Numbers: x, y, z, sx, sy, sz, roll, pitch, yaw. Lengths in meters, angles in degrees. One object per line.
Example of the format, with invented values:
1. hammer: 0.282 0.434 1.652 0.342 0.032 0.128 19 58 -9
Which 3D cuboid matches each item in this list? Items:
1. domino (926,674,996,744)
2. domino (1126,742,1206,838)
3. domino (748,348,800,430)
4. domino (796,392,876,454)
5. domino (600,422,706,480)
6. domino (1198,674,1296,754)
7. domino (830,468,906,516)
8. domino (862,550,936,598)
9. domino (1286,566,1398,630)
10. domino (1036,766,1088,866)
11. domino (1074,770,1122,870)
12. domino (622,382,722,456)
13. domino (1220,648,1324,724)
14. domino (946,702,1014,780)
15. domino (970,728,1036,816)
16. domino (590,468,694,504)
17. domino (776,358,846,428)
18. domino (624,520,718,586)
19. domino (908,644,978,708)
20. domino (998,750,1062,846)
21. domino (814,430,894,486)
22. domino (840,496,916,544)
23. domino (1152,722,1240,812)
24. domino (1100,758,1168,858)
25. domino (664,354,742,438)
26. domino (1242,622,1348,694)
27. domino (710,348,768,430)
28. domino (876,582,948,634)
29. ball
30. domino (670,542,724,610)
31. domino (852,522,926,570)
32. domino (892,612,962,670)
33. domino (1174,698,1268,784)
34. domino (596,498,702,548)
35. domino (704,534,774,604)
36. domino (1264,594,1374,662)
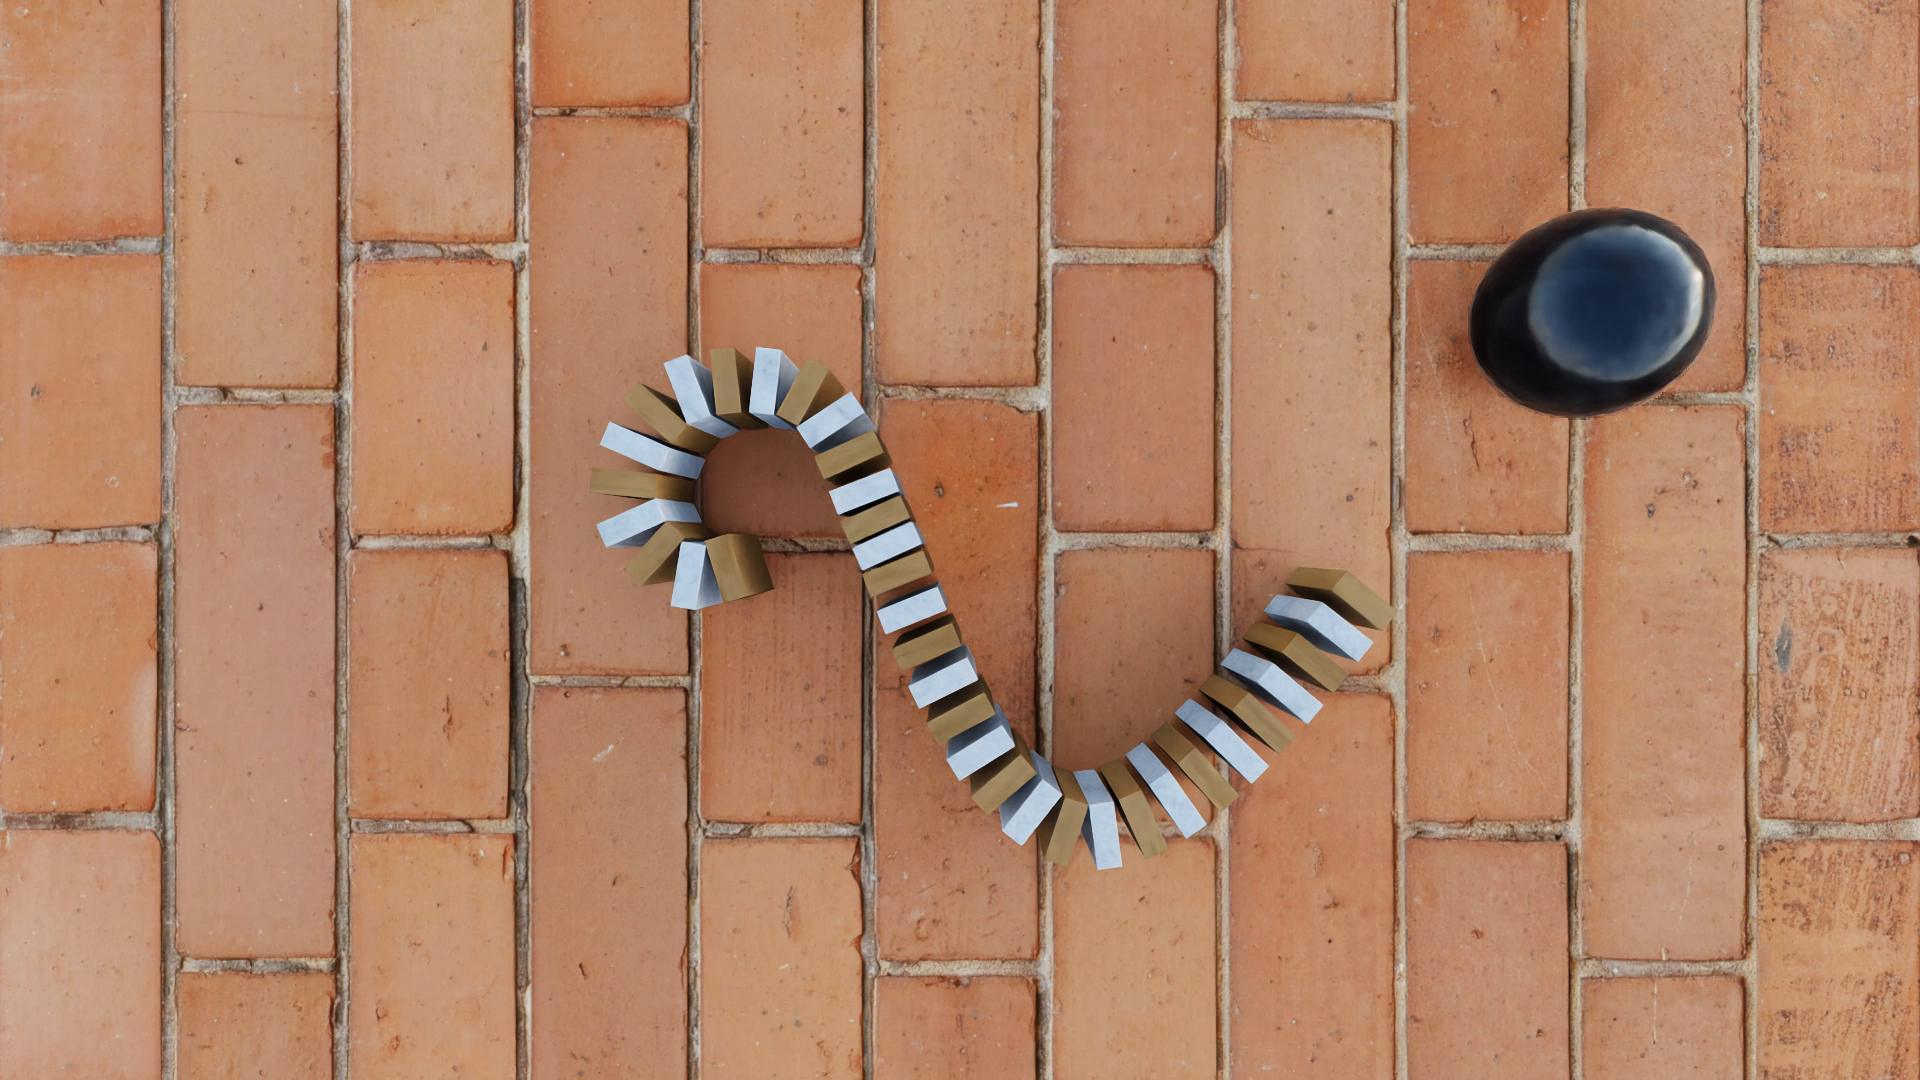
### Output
1. domino: 0.000 0.068 0.375 0.025 0.050 0.009 -28 90 0
2. domino: 0.083 0.101 0.375 0.009 0.050 0.025 -35 90 0
3. domino: -0.075 -0.061 0.375 0.010 0.050 0.025 6 90 0
4. domino: -0.050 -0.046 0.375 0.025 0.050 0.010 -33 90 0
5. domino: -0.124 -0.036 0.375 0.025 0.050 0.009 24 90 0
6. domino: 0.116 0.070 0.375 0.025 0.050 0.010 43 90 0
7. domino: -0.037 -0.019 0.375 0.025 0.050 0.009 -21 90 0
8. domino: -0.024 0.013 0.375 0.025 0.050 0.009 -21 90 0
9. domino: 0.155 0.023 0.375 0.025 0.050 0.010 39 90 0
10. domino: 0.041 0.112 0.375 0.009 0.050 0.025 19 90 0
11. domino: 0.056 0.113 0.375 0.010 0.050 0.025 -7 90 0
12. domino: -0.117 -0.049 0.375 0.025 0.050 0.010 41 90 0
13. domino: 0.126 0.059 0.375 0.025 0.050 0.009 40 90 0
14. domino: 0.008 0.081 0.375 0.025 0.050 0.010 -32 90 0
15. domino: 0.017 0.094 0.375 0.025 0.050 0.009 -41 90 0
16. domino: -0.129 -0.022 0.375 0.025 0.050 0.009 6 90 0
17. domino: -0.060 -0.057 0.375 0.010 0.050 0.025 29 90 0
18. domino: -0.117 0.005 0.375 0.010 0.050 0.025 42 90 0
19. domino: -0.006 0.055 0.375 0.025 0.050 0.010 -26 90 0
20. domino: 0.028 0.104 0.375 0.009 0.050 0.025 38 90 0
21. domino: -0.042 -0.033 0.375 0.025 0.050 0.010 -24 90 0
22. domino: -0.032 -0.008 0.375 0.025 0.050 0.009 -24 90 0
23. domino: 0.095 0.092 0.375 0.010 0.050 0.025 -42 90 0
24. domino: 0.070 0.109 0.375 0.010 0.050 0.025 -24 90 0
25. domino: -0.104 -0.058 0.375 0.010 0.050 0.025 -21 90 0
26. domino: 0.136 0.047 0.375 0.025 0.050 0.009 39 90 0
27. domino: -0.090 -0.061 0.375 0.010 0.050 0.025 -6 90 0
28. domino: -0.019 0.027 0.375 0.025 0.050 0.010 -22 90 0
29. ball: 0.246 -0.088 0.360 0.080 0.080 0.080 0 90 0
30. domino: -0.104 0.014 0.375 0.009 0.050 0.025 9 90 0
31. domino: -0.028 0.002 0.375 0.025 0.050 0.009 -24 90 0
32. domino: -0.013 0.041 0.375 0.025 0.050 0.010 -23 90 0
33. domino: 0.106 0.081 0.375 0.025 0.050 0.009 44 90 0
34. domino: -0.126 -0.007 0.375 0.025 0.050 0.010 -24 90 0
35. domino: -0.089 0.011 0.375 0.010 0.050 0.025 -17 90 0
36. domino: 0.145 0.035 0.375 0.025 0.050 0.009 38 90 0
